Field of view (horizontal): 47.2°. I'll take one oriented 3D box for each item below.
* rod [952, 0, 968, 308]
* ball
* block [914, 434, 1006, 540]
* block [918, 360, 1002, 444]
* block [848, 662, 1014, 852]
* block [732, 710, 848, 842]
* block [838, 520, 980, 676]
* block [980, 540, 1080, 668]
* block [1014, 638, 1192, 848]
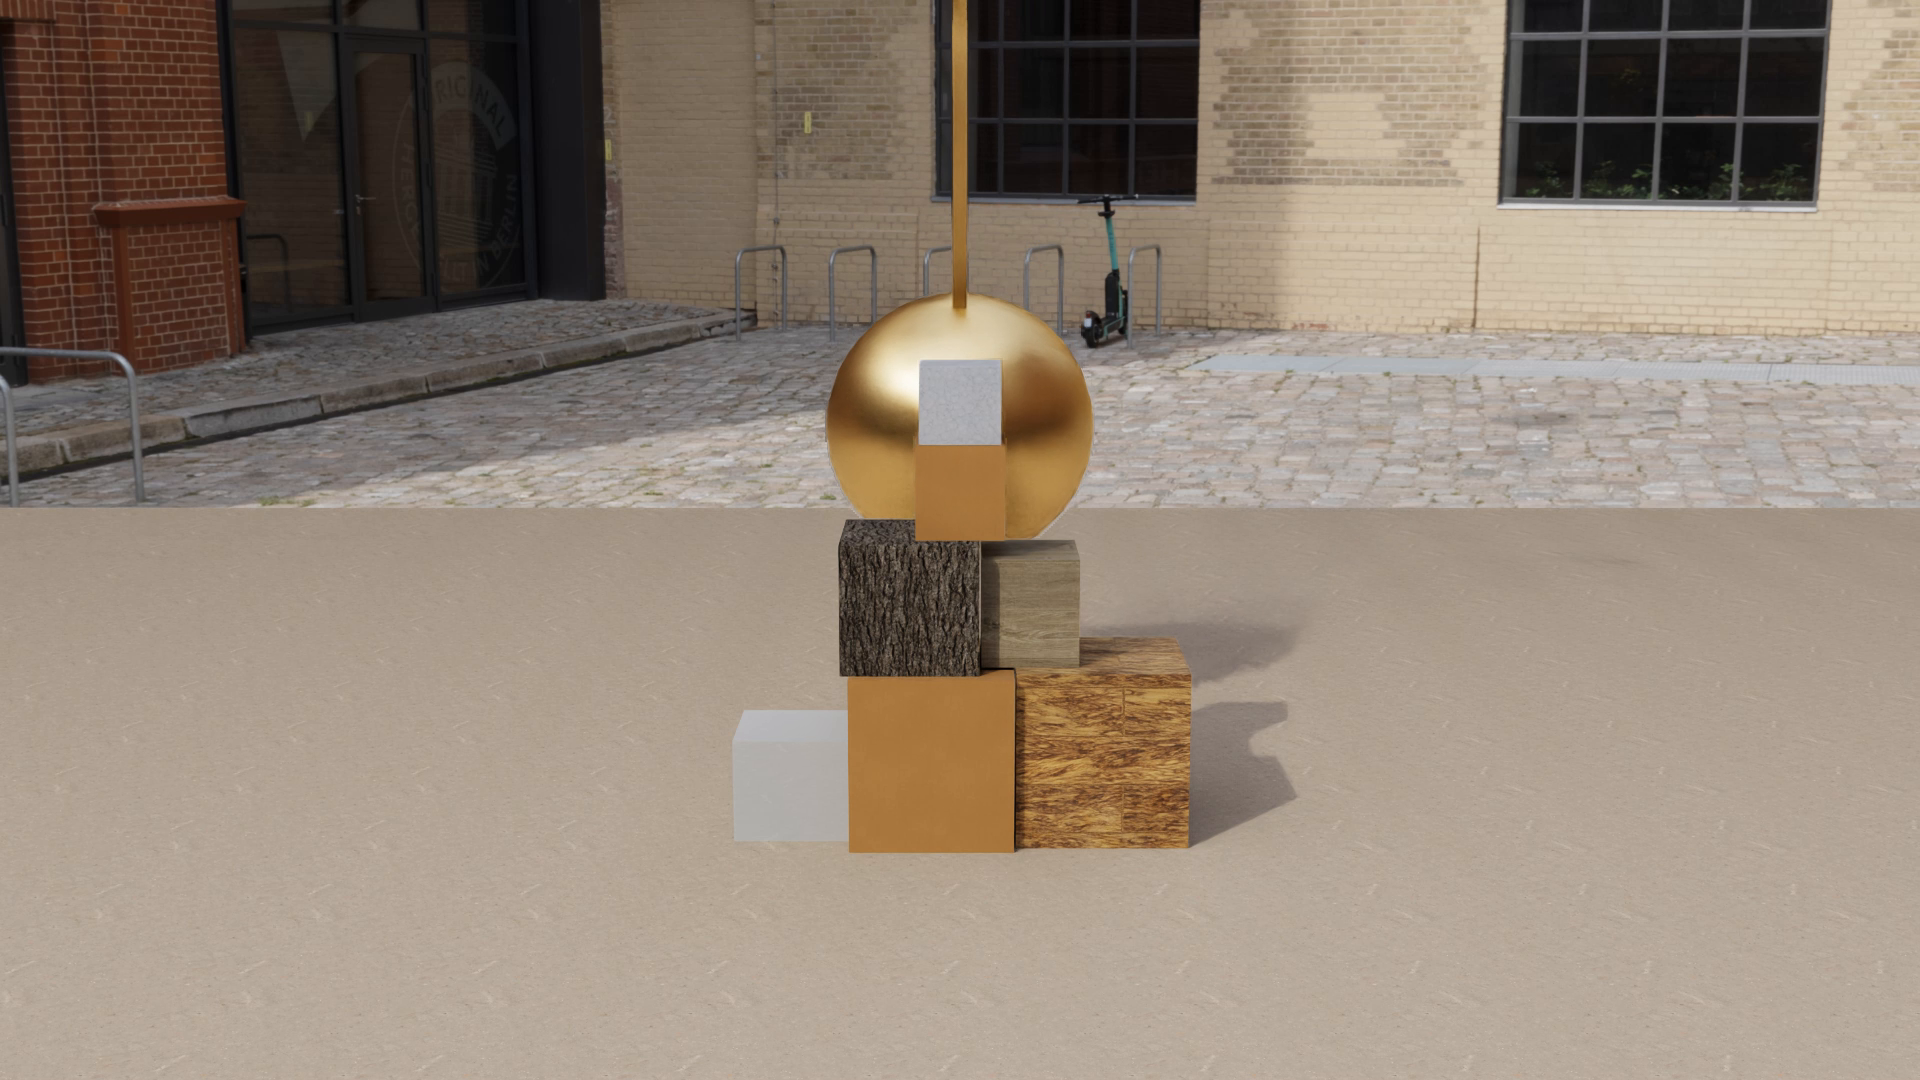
[{"bbox_3d":[0.000,-3.606,11.438,0.080,5.200,0.080,0,31,0],"label":"rod"},{"bbox_3d":[0.000,-0.677,13.166,1.600,1.600,1.600,0,10,0],"label":"ball"},{"bbox_3d":[0.000,-0.272,11.120,0.444,0.474,0.479,0,10,0],"label":"block"},{"bbox_3d":[0.000,-0.697,11.053,0.409,0.386,0.386,0,10,0],"label":"block"},{"bbox_3d":[-0.142,1.044,11.354,0.824,0.883,0.931,0,10,0],"label":"block"},{"bbox_3d":[-0.855,1.216,11.414,0.582,0.524,0.613,0,10,0],"label":"block"},{"bbox_3d":[-0.251,0.284,11.226,0.694,0.658,0.774,0,10,0],"label":"block"},{"bbox_3d":[0.352,0.319,11.255,0.491,0.550,0.560,0,10,0],"label":"block"},{"bbox_3d":[0.713,1.033,11.376,0.866,0.898,0.836,0,10,0],"label":"block"}]
